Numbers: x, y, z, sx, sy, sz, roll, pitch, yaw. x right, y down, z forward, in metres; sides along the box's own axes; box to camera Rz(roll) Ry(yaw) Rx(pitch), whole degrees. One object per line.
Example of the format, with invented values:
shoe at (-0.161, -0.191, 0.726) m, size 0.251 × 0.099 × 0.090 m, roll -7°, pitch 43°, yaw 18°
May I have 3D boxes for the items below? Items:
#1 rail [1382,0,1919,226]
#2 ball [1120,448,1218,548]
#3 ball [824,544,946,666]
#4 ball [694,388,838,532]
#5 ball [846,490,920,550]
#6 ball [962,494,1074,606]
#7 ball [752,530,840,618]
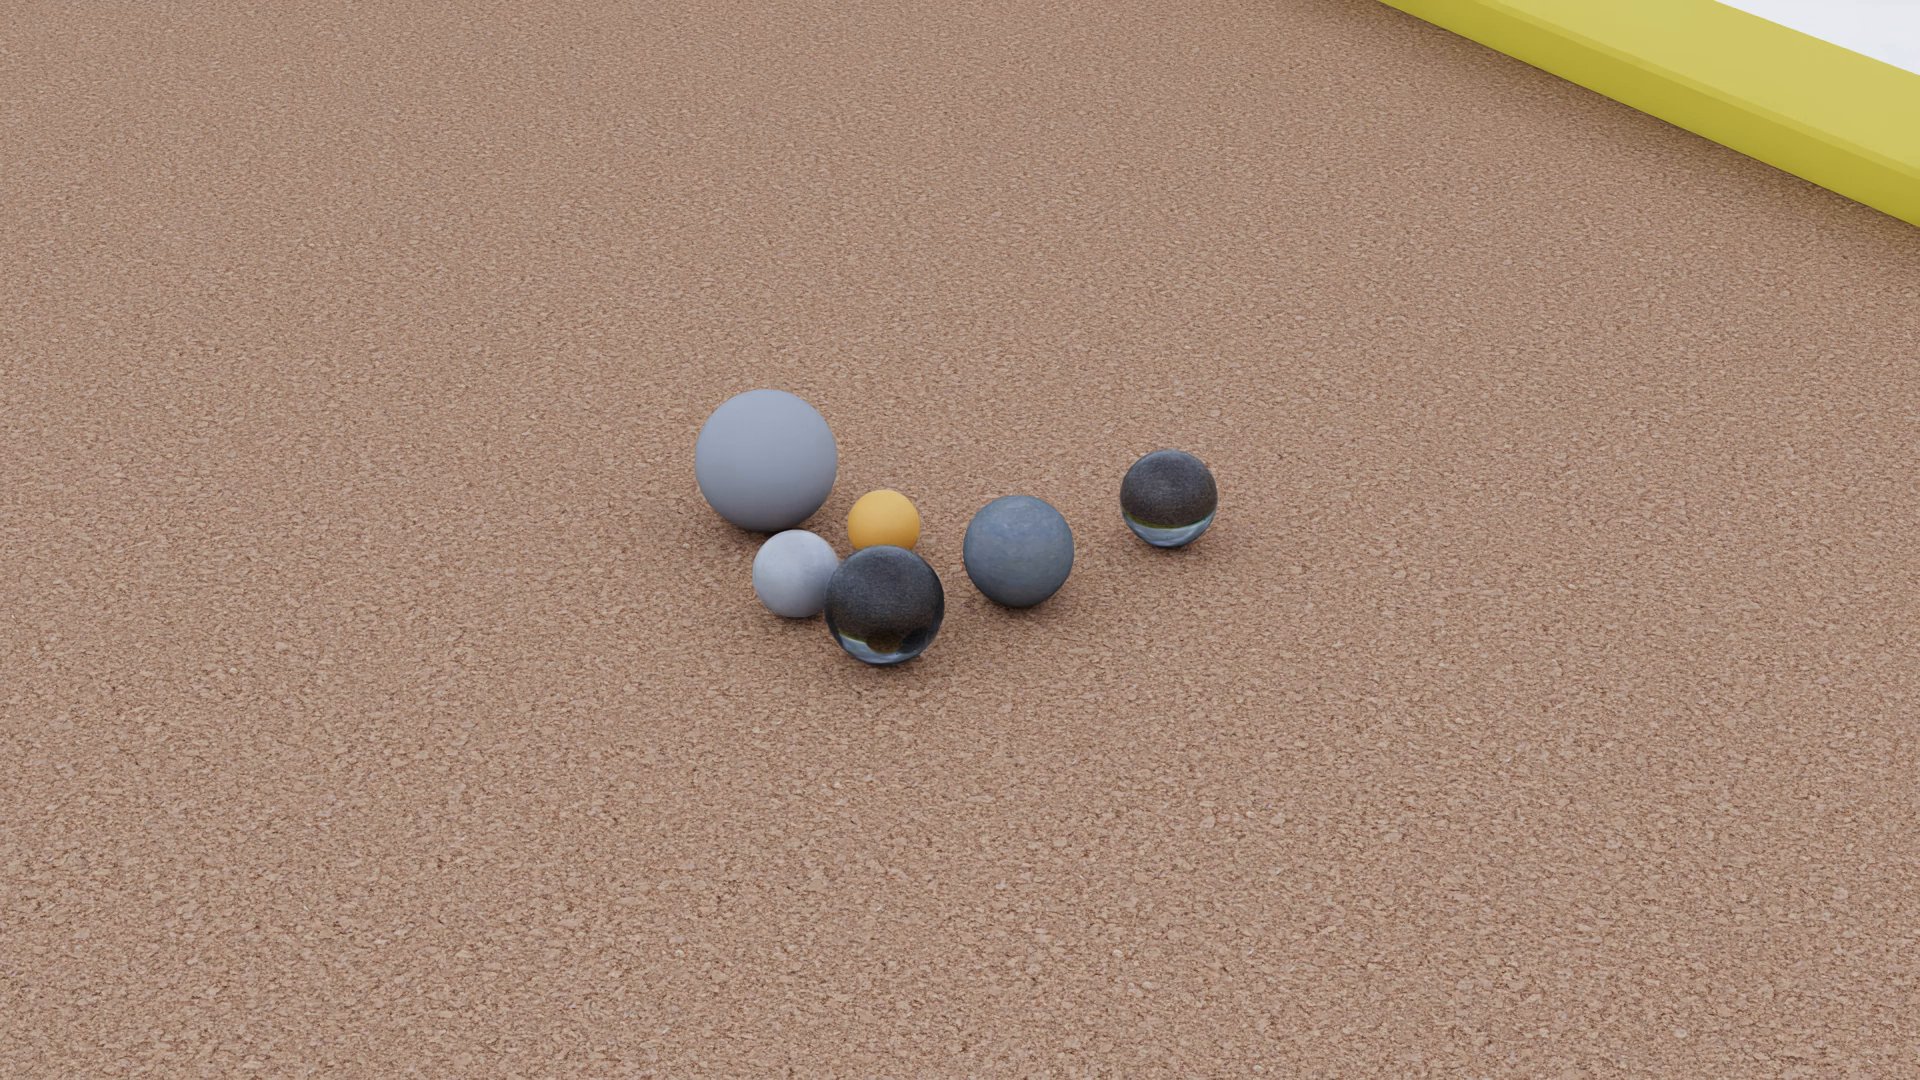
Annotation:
rail at (0.413, -0.651, 3.165) m, size 0.045 × 0.129 × 3.958 m, roll -15°, pitch 30°, yaw -26°
ball at (0.143, -0.029, 2.015) m, size 0.068 × 0.068 × 0.068 m, roll 0°, pitch 27°, yaw 0°
ball at (-0.048, 0.041, 1.868) m, size 0.077 × 0.077 × 0.077 m, roll 0°, pitch 27°, yaw 0°
ball at (-0.134, -0.055, 2.032) m, size 0.099 × 0.099 × 0.099 m, roll 0°, pitch 27°, yaw 0°
ball at (-0.052, -0.009, 1.997) m, size 0.050 × 0.050 × 0.050 m, roll 0°, pitch 27°, yaw 0°
ball at (0.039, 0.007, 1.938) m, size 0.074 × 0.074 × 0.074 m, roll 0°, pitch 27°, yaw 0°
ball at (-0.107, 0.022, 1.926) m, size 0.058 × 0.058 × 0.058 m, roll 0°, pitch 27°, yaw 0°
